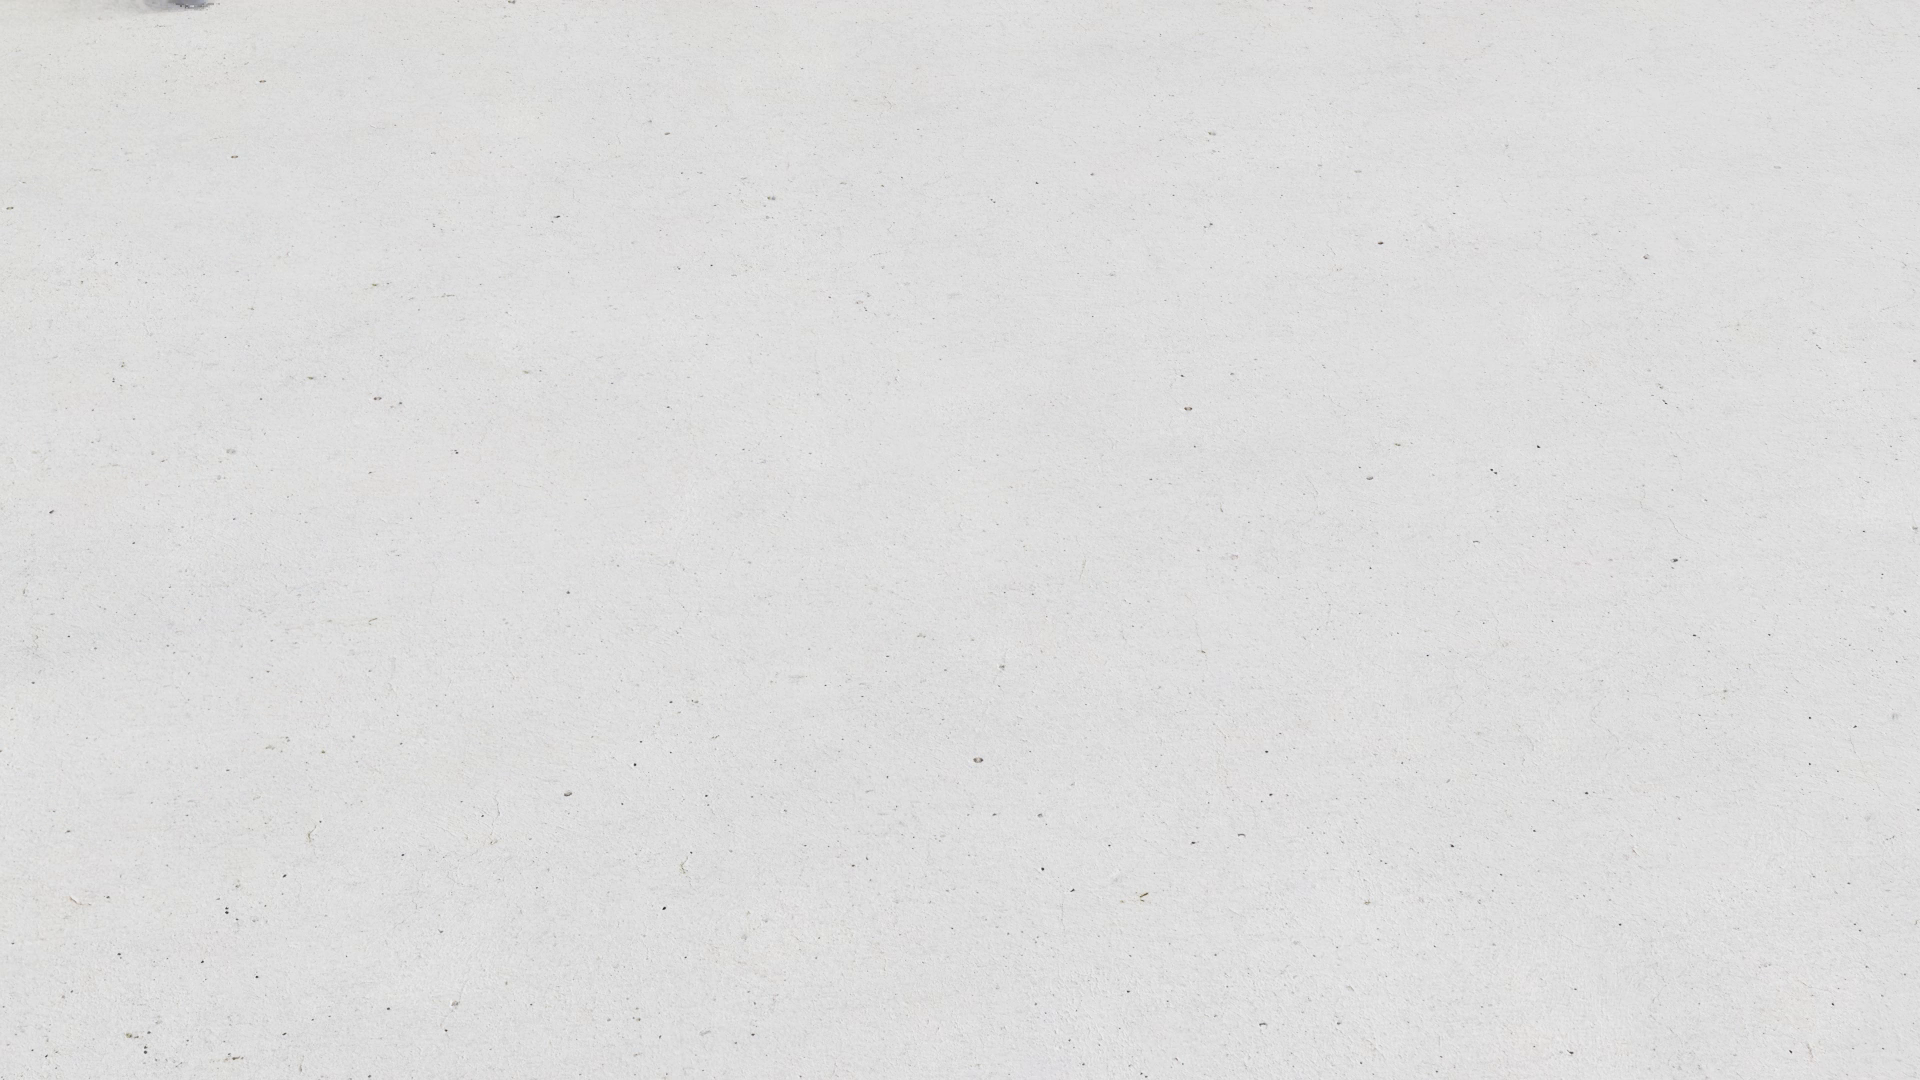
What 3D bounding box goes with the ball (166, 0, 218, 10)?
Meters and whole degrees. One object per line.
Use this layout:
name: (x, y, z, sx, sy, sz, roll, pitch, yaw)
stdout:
ball: (-0.652, -0.484, 2.173, 0.068, 0.068, 0.068, 0, 36, 0)
